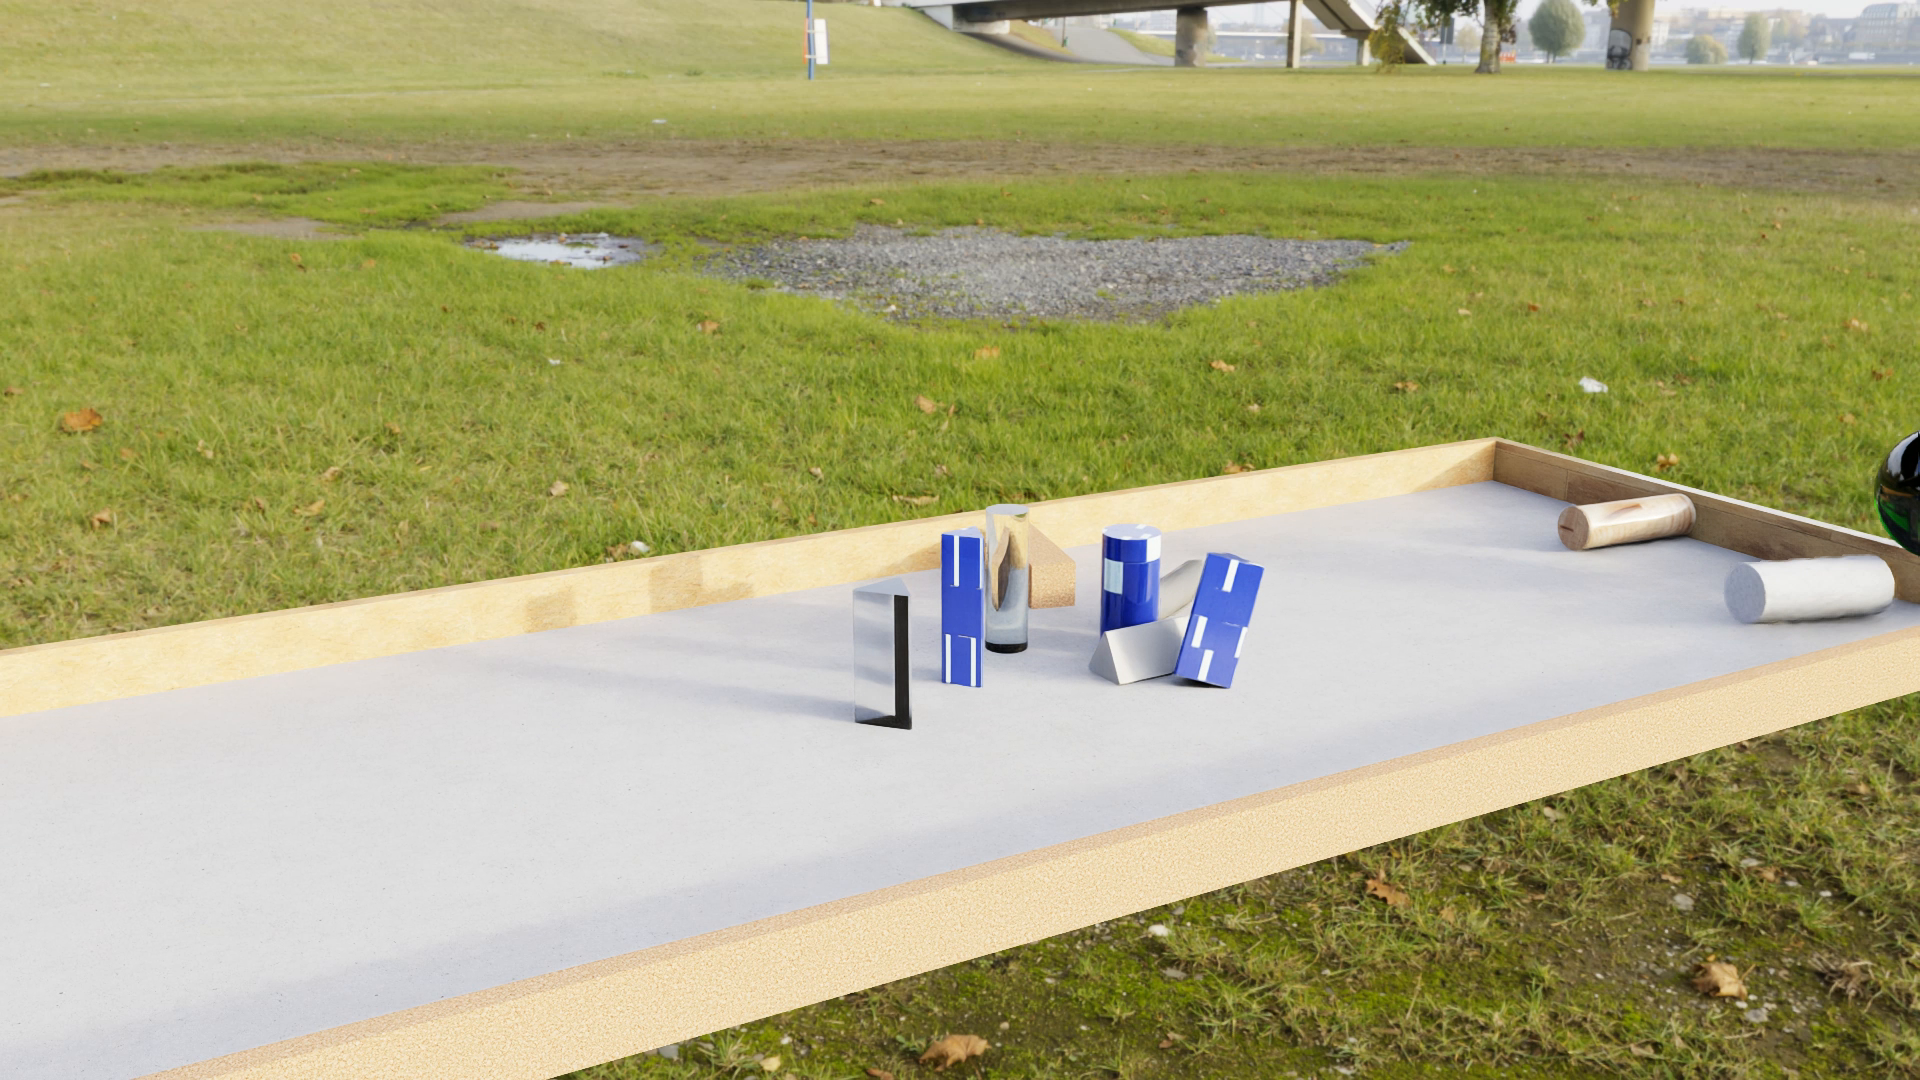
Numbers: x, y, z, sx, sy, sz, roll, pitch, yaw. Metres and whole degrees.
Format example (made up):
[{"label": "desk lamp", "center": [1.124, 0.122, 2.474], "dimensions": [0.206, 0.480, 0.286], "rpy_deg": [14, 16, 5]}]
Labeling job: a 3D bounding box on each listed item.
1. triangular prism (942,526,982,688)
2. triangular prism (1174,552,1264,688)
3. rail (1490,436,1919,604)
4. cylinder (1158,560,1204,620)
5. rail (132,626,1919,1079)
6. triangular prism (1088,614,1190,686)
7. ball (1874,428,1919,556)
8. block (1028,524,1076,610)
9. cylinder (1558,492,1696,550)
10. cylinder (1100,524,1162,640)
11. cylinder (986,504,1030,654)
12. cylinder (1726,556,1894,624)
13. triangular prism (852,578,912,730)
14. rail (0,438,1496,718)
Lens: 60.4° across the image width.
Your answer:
[{"label": "triangular prism", "center": [0.021, 0.164, 4.108], "dimensions": [0.109, 0.389, 0.094], "rpy_deg": [6, 17, 20]}, {"label": "triangular prism", "center": [0.641, 0.191, 4.136], "dimensions": [0.145, 0.313, 0.126], "rpy_deg": [14, 8, -2]}, {"label": "rail", "center": [2.466, -0.048, 5.253], "dimensions": [0.050, 0.150, 2.100], "rpy_deg": [-9, 18, -27]}, {"label": "cylinder", "center": [0.584, 0.157, 4.640], "dimensions": [0.102, 0.102, 0.424], "rpy_deg": [9, 19, 29]}, {"label": "rail", "center": [-2.336, 1.006, 1.665], "dimensions": [12.000, 0.150, 0.050], "rpy_deg": [-9, 18, -27]}, {"label": "triangular prism", "center": [0.504, 0.265, 4.227], "dimensions": [0.324, 0.120, 0.139], "rpy_deg": [-9, 19, -28]}, {"label": "ball", "center": [2.756, -0.131, 4.569], "dimensions": [0.397, 0.397, 0.397], "rpy_deg": [0, 16, 0]}, {"label": "block", "center": [0.209, 0.071, 4.884], "dimensions": [0.130, 0.130, 0.437], "rpy_deg": [-4, 17, -14]}, {"label": "cylinder", "center": [2.148, -0.060, 5.312], "dimensions": [0.442, 0.140, 0.140], "rpy_deg": [-7, 18, -22]}, {"label": "cylinder", "center": [0.447, 0.132, 4.333], "dimensions": [0.155, 0.322, 0.155], "rpy_deg": [0, 16, 0]}, {"label": "cylinder", "center": [0.124, 0.102, 4.337], "dimensions": [0.113, 0.378, 0.113], "rpy_deg": [0, 16, 0]}, {"label": "cylinder", "center": [2.363, 0.138, 4.590], "dimensions": [0.405, 0.166, 0.166], "rpy_deg": [-4, 17, -12]}, {"label": "triangular prism", "center": [-0.162, 0.262, 3.878], "dimensions": [0.141, 0.329, 0.122], "rpy_deg": [5, 17, 17]}, {"label": "rail", "center": [-3.305, 0.497, 3.399], "dimensions": [12.000, 0.150, 0.050], "rpy_deg": [-9, 18, -27]}]
